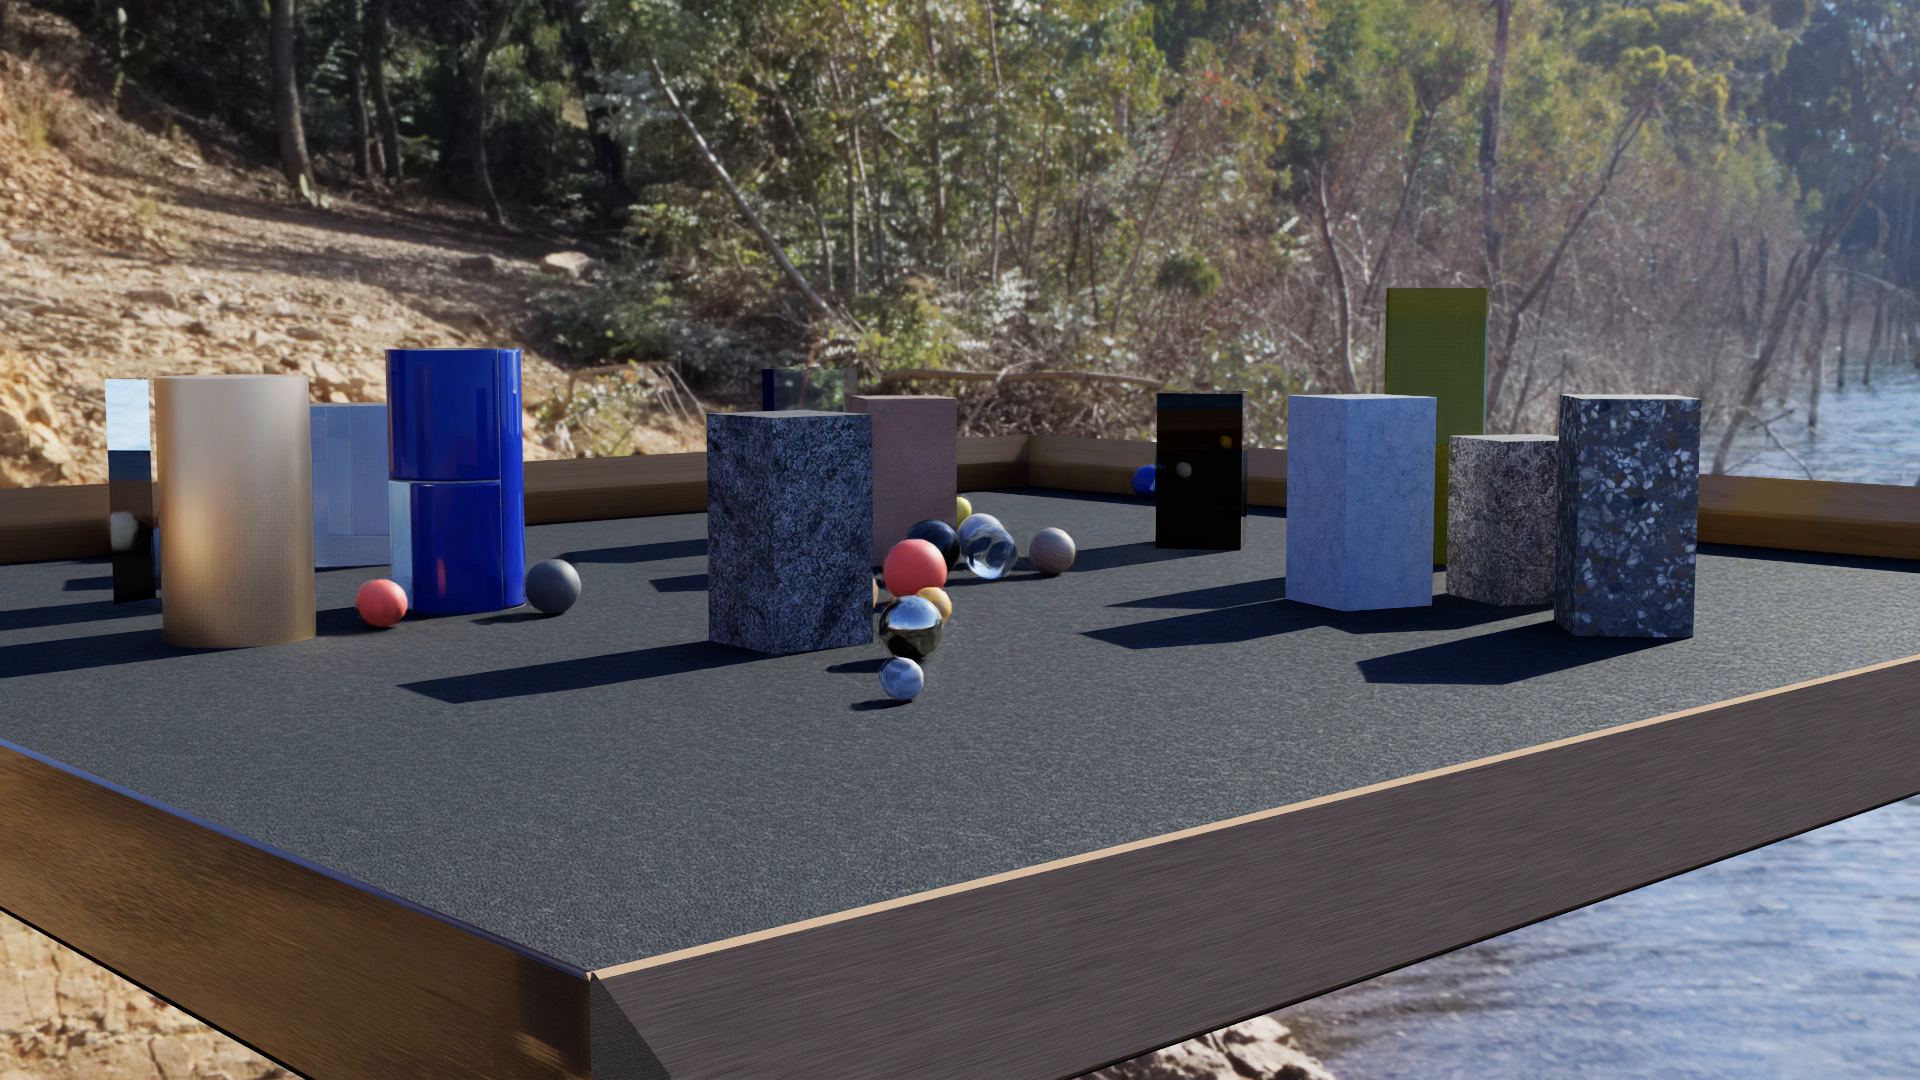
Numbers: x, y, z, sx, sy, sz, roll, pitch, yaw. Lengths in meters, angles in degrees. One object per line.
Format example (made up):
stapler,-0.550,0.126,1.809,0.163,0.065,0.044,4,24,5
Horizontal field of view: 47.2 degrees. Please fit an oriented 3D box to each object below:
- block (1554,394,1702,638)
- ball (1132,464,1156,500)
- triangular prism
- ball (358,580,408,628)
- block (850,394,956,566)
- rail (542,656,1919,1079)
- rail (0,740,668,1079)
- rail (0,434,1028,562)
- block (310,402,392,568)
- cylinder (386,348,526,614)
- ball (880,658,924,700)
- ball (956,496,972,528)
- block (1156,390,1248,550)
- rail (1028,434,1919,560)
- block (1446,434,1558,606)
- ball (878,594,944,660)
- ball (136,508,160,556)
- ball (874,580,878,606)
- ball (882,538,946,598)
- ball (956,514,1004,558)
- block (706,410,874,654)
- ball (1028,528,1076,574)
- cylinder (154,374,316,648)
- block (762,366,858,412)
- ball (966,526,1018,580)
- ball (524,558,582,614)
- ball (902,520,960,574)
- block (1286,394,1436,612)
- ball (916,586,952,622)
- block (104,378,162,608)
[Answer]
block,0.931,-0.037,3.077,0.159,0.326,0.159,1,6,5
ball,0.448,-0.137,5.202,0.083,0.083,0.083,0,6,0
triangular prism,0.844,-0.206,3.928,0.172,0.484,0.149,1,6,9
ball,-0.814,0.090,3.101,0.068,0.068,0.068,0,6,0
block,-0.102,-0.108,3.918,0.159,0.292,0.159,-1,6,-14
rail,1.046,0.151,2.204,3.369,0.129,0.045,-5,8,-42
rail,-1.221,0.150,2.211,0.045,0.129,3.133,-5,8,-42
rail,-1.046,-0.084,4.460,3.369,0.129,0.045,-5,8,-42
block,-1.077,-0.102,3.919,0.159,0.280,0.159,-2,6,-20
cylinder,-0.760,-0.094,3.320,0.199,0.387,0.199,0,6,0
ball,-0.066,0.160,2.520,0.049,0.049,0.049,0,6,0
ball,-0.008,-0.058,4.535,0.065,0.065,0.065,0,6,0
block,0.462,-0.136,4.183,0.159,0.292,0.159,1,6,11
rail,1.221,-0.083,4.452,0.045,0.129,3.133,-5,8,-42
block,0.869,-0.034,3.416,0.159,0.249,0.159,-2,6,-17
ball,-0.062,0.112,2.813,0.084,0.084,0.084,0,6,0
ball,-1.455,-0.014,4.003,0.087,0.087,0.087,0,6,0
ball,-0.165,0.075,3.104,0.097,0.097,0.097,0,6,0
ball,-0.069,0.047,3.358,0.099,0.099,0.099,0,6,0
ball,0.037,-0.002,3.881,0.089,0.089,0.089,0,6,0
block,-0.229,-0.016,2.956,0.159,0.308,0.159,-5,8,-39
ball,0.156,0.019,3.725,0.079,0.079,0.079,0,6,0
cylinder,-0.985,-0.044,2.993,0.199,0.356,0.199,0,6,0
block,-0.295,-0.174,4.355,0.159,0.332,0.159,1,6,7
ball,0.052,0.022,3.663,0.087,0.087,0.087,0,6,0
ball,-0.600,0.068,3.240,0.082,0.082,0.082,0,6,0
ball,-0.049,0.016,3.660,0.100,0.100,0.100,0,6,0
block,0.611,-0.062,3.360,0.159,0.315,0.159,-3,7,-24
ball,-0.041,0.095,3.098,0.058,0.058,0.058,0,6,0
block,-1.182,-0.076,3.369,0.159,0.342,0.159,3,7,25
